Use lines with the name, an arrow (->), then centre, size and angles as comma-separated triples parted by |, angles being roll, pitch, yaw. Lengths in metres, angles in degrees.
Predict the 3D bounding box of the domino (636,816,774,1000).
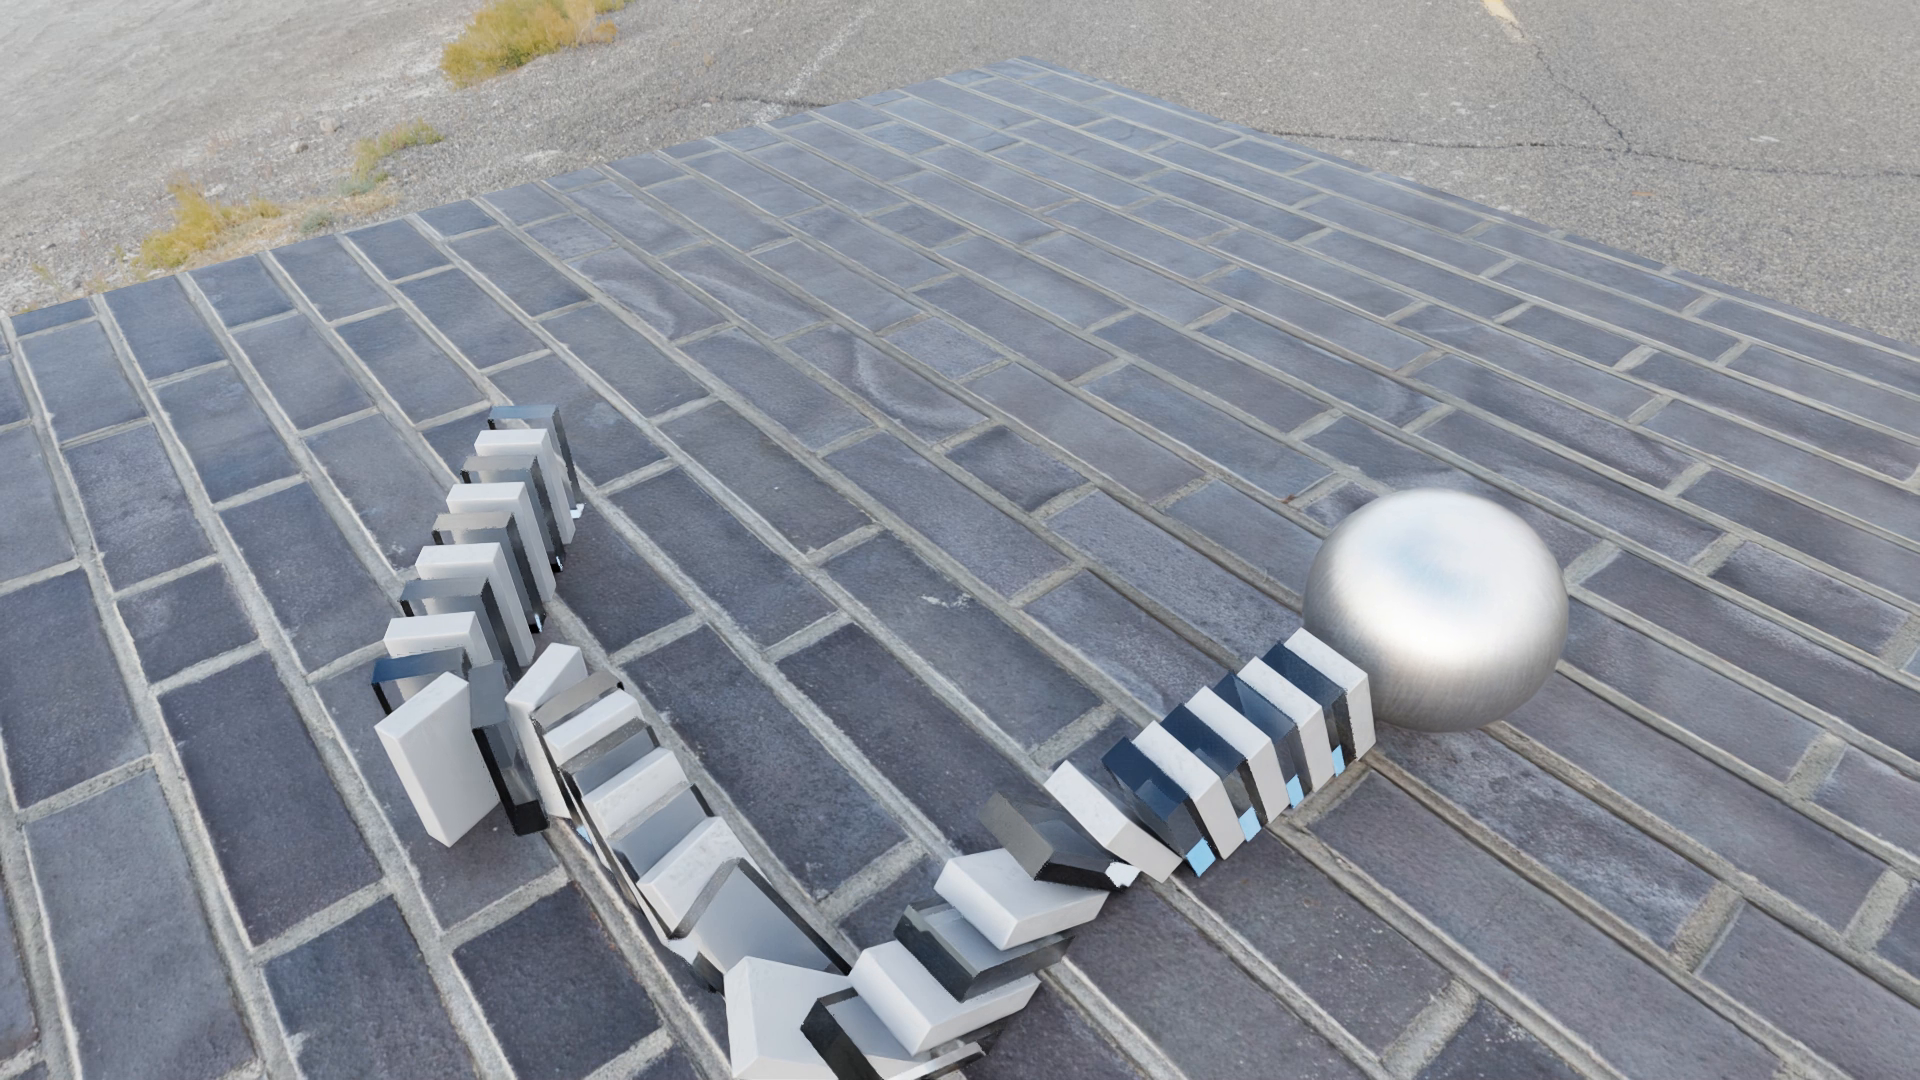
domino -> -0.060, 0.101, 0.292 | 0.010, 0.050, 0.025 | -19, 17, 48

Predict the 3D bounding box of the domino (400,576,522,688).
domino -> -0.166, 0.035, 0.369 | 0.025, 0.050, 0.009 | -4, 39, -4

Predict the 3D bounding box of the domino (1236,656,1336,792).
domino -> 0.101, 0.058, 0.341 | 0.009, 0.050, 0.025 | -43, 51, -9

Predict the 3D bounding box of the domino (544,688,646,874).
domino -> -0.100, 0.072, 0.323 | 0.010, 0.050, 0.025 | 19, 41, 42

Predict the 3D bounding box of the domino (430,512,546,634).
domino -> -0.169, 0.013, 0.396 | 0.025, 0.050, 0.009 | -2, 39, -3

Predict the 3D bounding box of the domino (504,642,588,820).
domino -> -0.122, 0.059, 0.338 | 0.010, 0.050, 0.025 | 8, 37, 13

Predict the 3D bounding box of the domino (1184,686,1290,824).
domino -> 0.084, 0.066, 0.332 | 0.010, 0.050, 0.025 | -43, 51, -9

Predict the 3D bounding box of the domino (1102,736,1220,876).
domino -> 0.059, 0.078, 0.317 | 0.009, 0.050, 0.025 | -43, 51, -8

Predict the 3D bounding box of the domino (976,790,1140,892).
domino -> 0.029, 0.086, 0.312 | 0.025, 0.050, 0.010 | 40, 98, 41

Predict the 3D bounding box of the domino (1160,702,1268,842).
domino -> 0.076, 0.070, 0.327 | 0.009, 0.050, 0.025 | -43, 51, -9

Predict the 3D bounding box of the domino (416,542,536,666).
domino -> -0.167, 0.024, 0.382 | 0.025, 0.050, 0.010 | -3, 39, -4

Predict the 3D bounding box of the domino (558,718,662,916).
domino -> -0.092, 0.079, 0.315 | 0.025, 0.050, 0.010 | -33, 27, -34

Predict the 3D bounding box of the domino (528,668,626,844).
domino -> -0.109, 0.065, 0.331 | 0.010, 0.050, 0.025 | 26, 46, 36

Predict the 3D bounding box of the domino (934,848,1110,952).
domino -> 0.018, 0.097, 0.303 | 0.025, 0.009, 0.050 | 33, 12, 34

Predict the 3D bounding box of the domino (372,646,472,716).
domino -> -0.161, 0.056, 0.343 | 0.025, 0.050, 0.009 | -9, 40, -11

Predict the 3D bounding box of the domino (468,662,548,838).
domino -> -0.137, 0.064, 0.333 | 0.010, 0.050, 0.025 | -14, 41, -16

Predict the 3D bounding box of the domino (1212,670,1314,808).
domino -> 0.093, 0.062, 0.337 | 0.009, 0.050, 0.025 | -43, 51, -9

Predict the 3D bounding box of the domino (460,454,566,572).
domino -> -0.171, -0.009, 0.423 | 0.025, 0.050, 0.009 | -2, 39, -2

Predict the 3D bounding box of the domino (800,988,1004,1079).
domino -> -0.013, 0.121, 0.272 | 0.025, 0.010, 0.050 | 38, 15, 33

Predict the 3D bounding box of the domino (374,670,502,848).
domino -> -0.154, 0.066, 0.330 | 0.009, 0.050, 0.025 | 20, 44, 23

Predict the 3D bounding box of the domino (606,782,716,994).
domino -> -0.072, 0.094, 0.300 | 0.025, 0.050, 0.010 | -36, 15, -36

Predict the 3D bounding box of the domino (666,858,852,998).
domino -> -0.049, 0.109, 0.284 | 0.010, 0.050, 0.025 | -25, 21, 41

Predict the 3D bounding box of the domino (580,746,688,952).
domino -> -0.082, 0.086, 0.308 | 0.025, 0.050, 0.010 | -33, 19, -34

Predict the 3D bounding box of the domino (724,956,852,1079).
domino -> -0.034, 0.121, 0.271 | 0.050, 0.010, 0.025 | 29, 26, -35

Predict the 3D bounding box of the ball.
ball -> 0.154, 0.023, 0.360 | 0.080, 0.080, 0.080 | 0, 39, 0

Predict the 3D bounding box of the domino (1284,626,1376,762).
domino -> 0.118, 0.050, 0.351 | 0.010, 0.050, 0.025 | -43, 51, -9

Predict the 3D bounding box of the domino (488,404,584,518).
domino -> -0.173, -0.031, 0.450 | 0.025, 0.050, 0.009 | -2, 39, -3

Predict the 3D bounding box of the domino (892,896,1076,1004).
domino -> 0.007, 0.105, 0.292 | 0.025, 0.009, 0.050 | 35, 13, 32

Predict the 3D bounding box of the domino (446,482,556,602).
domino -> -0.170, 0.002, 0.409 | 0.025, 0.050, 0.009 | -2, 39, -3

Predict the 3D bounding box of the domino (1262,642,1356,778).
domino -> 0.110, 0.054, 0.346 | 0.009, 0.050, 0.025 | -43, 51, -9

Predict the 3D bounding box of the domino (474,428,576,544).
domino -> -0.172, -0.020, 0.436 | 0.025, 0.050, 0.009 | -2, 39, -2

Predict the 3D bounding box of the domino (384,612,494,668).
domino -> -0.164, 0.046, 0.356 | 0.025, 0.050, 0.009 | -5, 40, -6

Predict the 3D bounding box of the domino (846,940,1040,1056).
domino -> -0.003, 0.113, 0.282 | 0.025, 0.009, 0.050 | 37, 14, 33

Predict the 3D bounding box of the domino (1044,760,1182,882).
domino -> 0.045, 0.081, 0.315 | 0.009, 0.050, 0.025 | -48, 52, -2

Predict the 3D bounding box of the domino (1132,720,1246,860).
domino -> 0.068, 0.074, 0.322 | 0.010, 0.050, 0.025 | -43, 51, -8
